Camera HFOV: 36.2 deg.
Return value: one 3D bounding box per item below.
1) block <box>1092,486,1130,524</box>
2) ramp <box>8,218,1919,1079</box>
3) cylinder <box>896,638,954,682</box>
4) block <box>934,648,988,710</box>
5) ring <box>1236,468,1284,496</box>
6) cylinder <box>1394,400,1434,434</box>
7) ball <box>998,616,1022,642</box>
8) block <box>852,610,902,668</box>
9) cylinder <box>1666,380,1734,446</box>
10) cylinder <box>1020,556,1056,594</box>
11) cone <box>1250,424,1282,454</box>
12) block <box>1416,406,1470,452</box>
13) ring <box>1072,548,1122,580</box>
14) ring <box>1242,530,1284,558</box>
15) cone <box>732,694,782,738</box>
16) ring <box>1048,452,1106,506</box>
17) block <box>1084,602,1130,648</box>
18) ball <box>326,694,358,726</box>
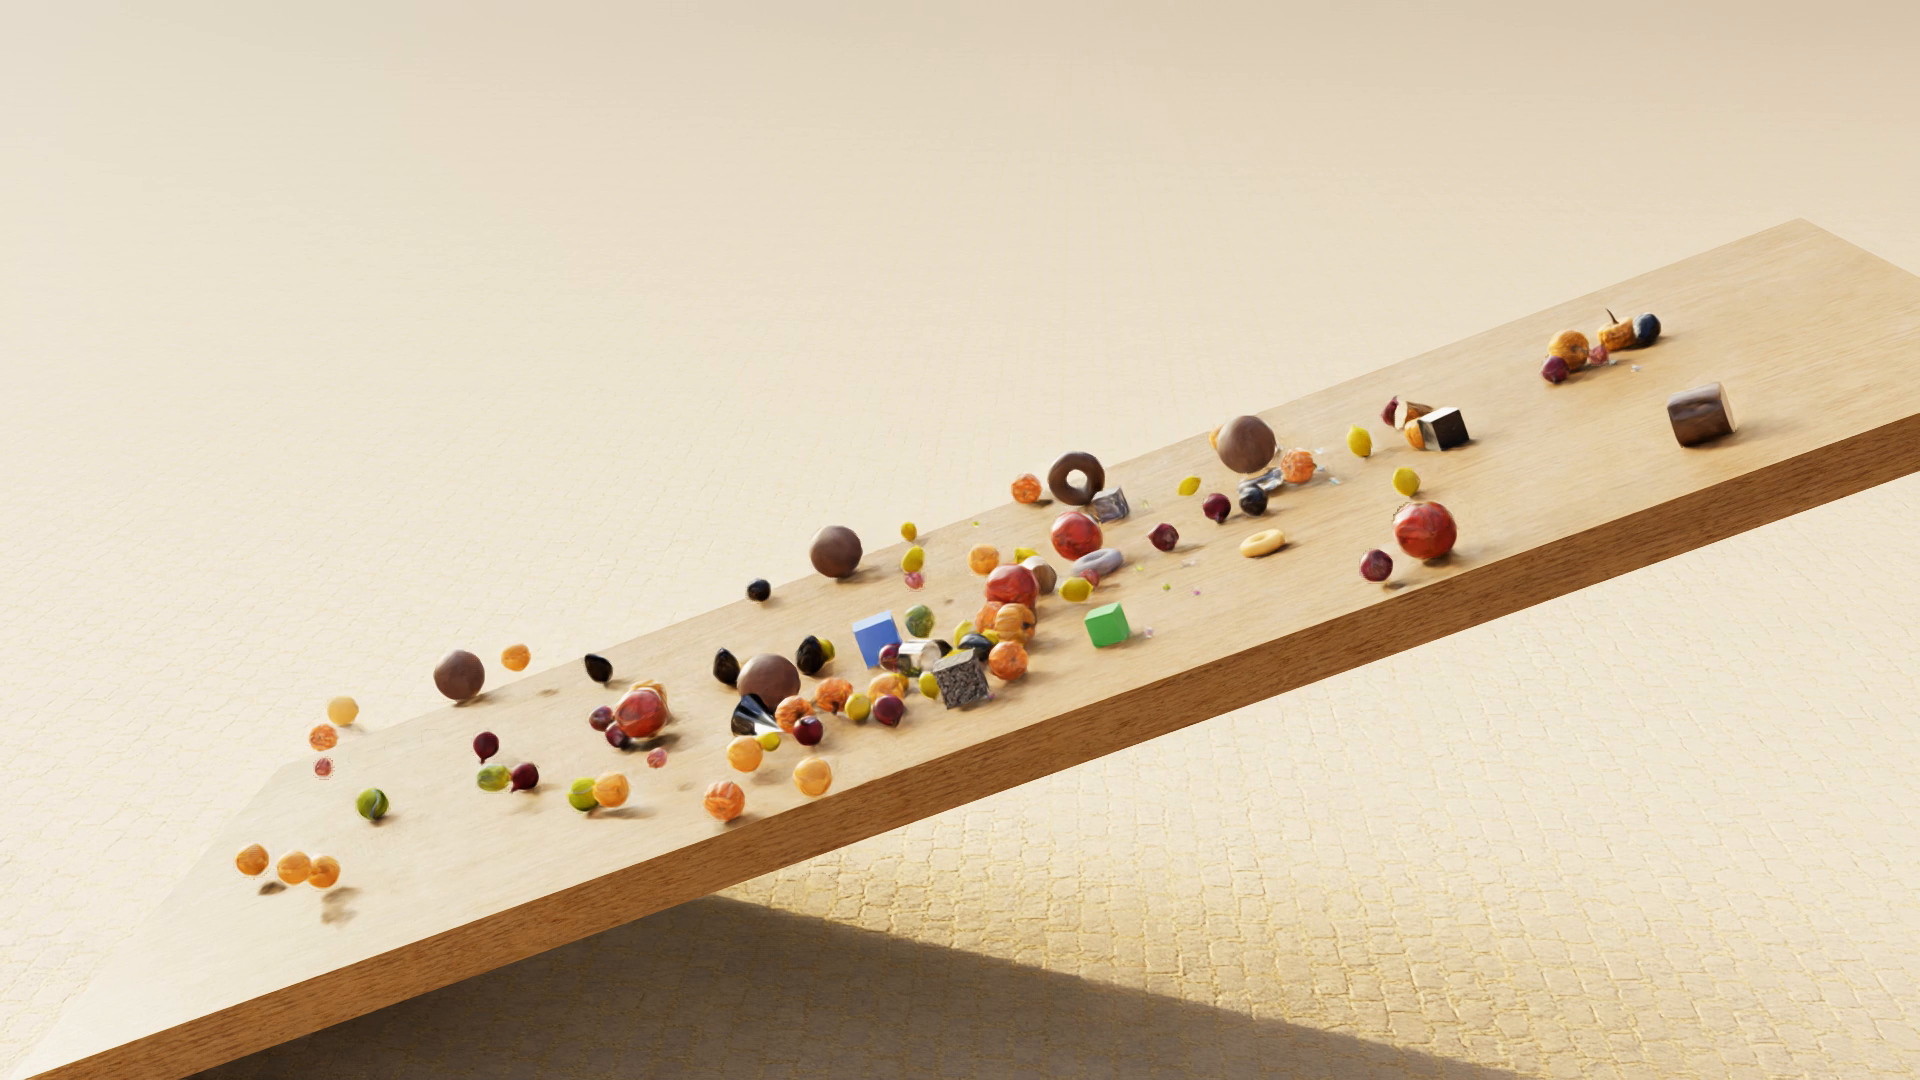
[{"bbox_3d":[0.341,-0.080,6.675,0.058,0.058,0.058,-17,12,20],"label":"block"},{"bbox_3d":[0.118,0.176,6.295,4.000,0.100,2.000,-20,12,7],"label":"ramp"},{"bbox_3d":[-0.068,0.240,5.868,0.085,0.085,0.085,-9,3,-33],"label":"cylinder"},{"bbox_3d":[0.002,0.266,5.640,0.079,0.079,0.079,-19,12,8],"label":"block"},{"bbox_3d":[0.652,-0.126,6.384,0.111,0.037,0.111,-23,8,3],"label":"ring"},{"bbox_3d":[0.975,-0.264,6.322,0.062,0.062,0.062,14,8,-19],"label":"cylinder"},{"bbox_3d":[0.100,0.179,5.931,0.050,0.050,0.050,0,13,0],"label":"ball"},{"bbox_3d":[-0.171,0.209,6.197,0.084,0.084,0.084,-21,12,2],"label":"block"},{"bbox_3d":[1.372,-0.235,5.452,0.099,0.099,0.099,-17,7,22],"label":"cylinder"},{"bbox_3d":[0.166,0.074,6.233,0.065,0.065,0.065,-3,17,-14],"label":"cylinder"},{"bbox_3d":[0.707,-0.214,6.704,0.072,0.072,0.072,27,16,2],"label":"cone"},{"bbox_3d":[1.010,-0.231,6.152,0.069,0.069,0.069,-24,12,-13],"label":"block"},{"bbox_3d":[0.289,0.051,6.219,0.112,0.037,0.112,-20,13,5],"label":"ring"},{"bbox_3d":[0.605,0.007,5.877,0.092,0.031,0.092,-20,13,5],"label":"ring"},{"bbox_3d":[-0.396,0.371,5.954,0.097,0.097,0.097,20,22,31],"label":"cone"},{"bbox_3d":[0.273,-0.144,6.894,0.137,0.137,0.046,0,24,0],"label":"ring"},{"bbox_3d":[0.283,0.164,5.654,0.061,0.061,0.061,-17,12,20],"label":"block"},{"bbox_3d":[-1.713,0.472,8.160,0.086,0.086,0.086,0,13,0],"label":"ball"}]
